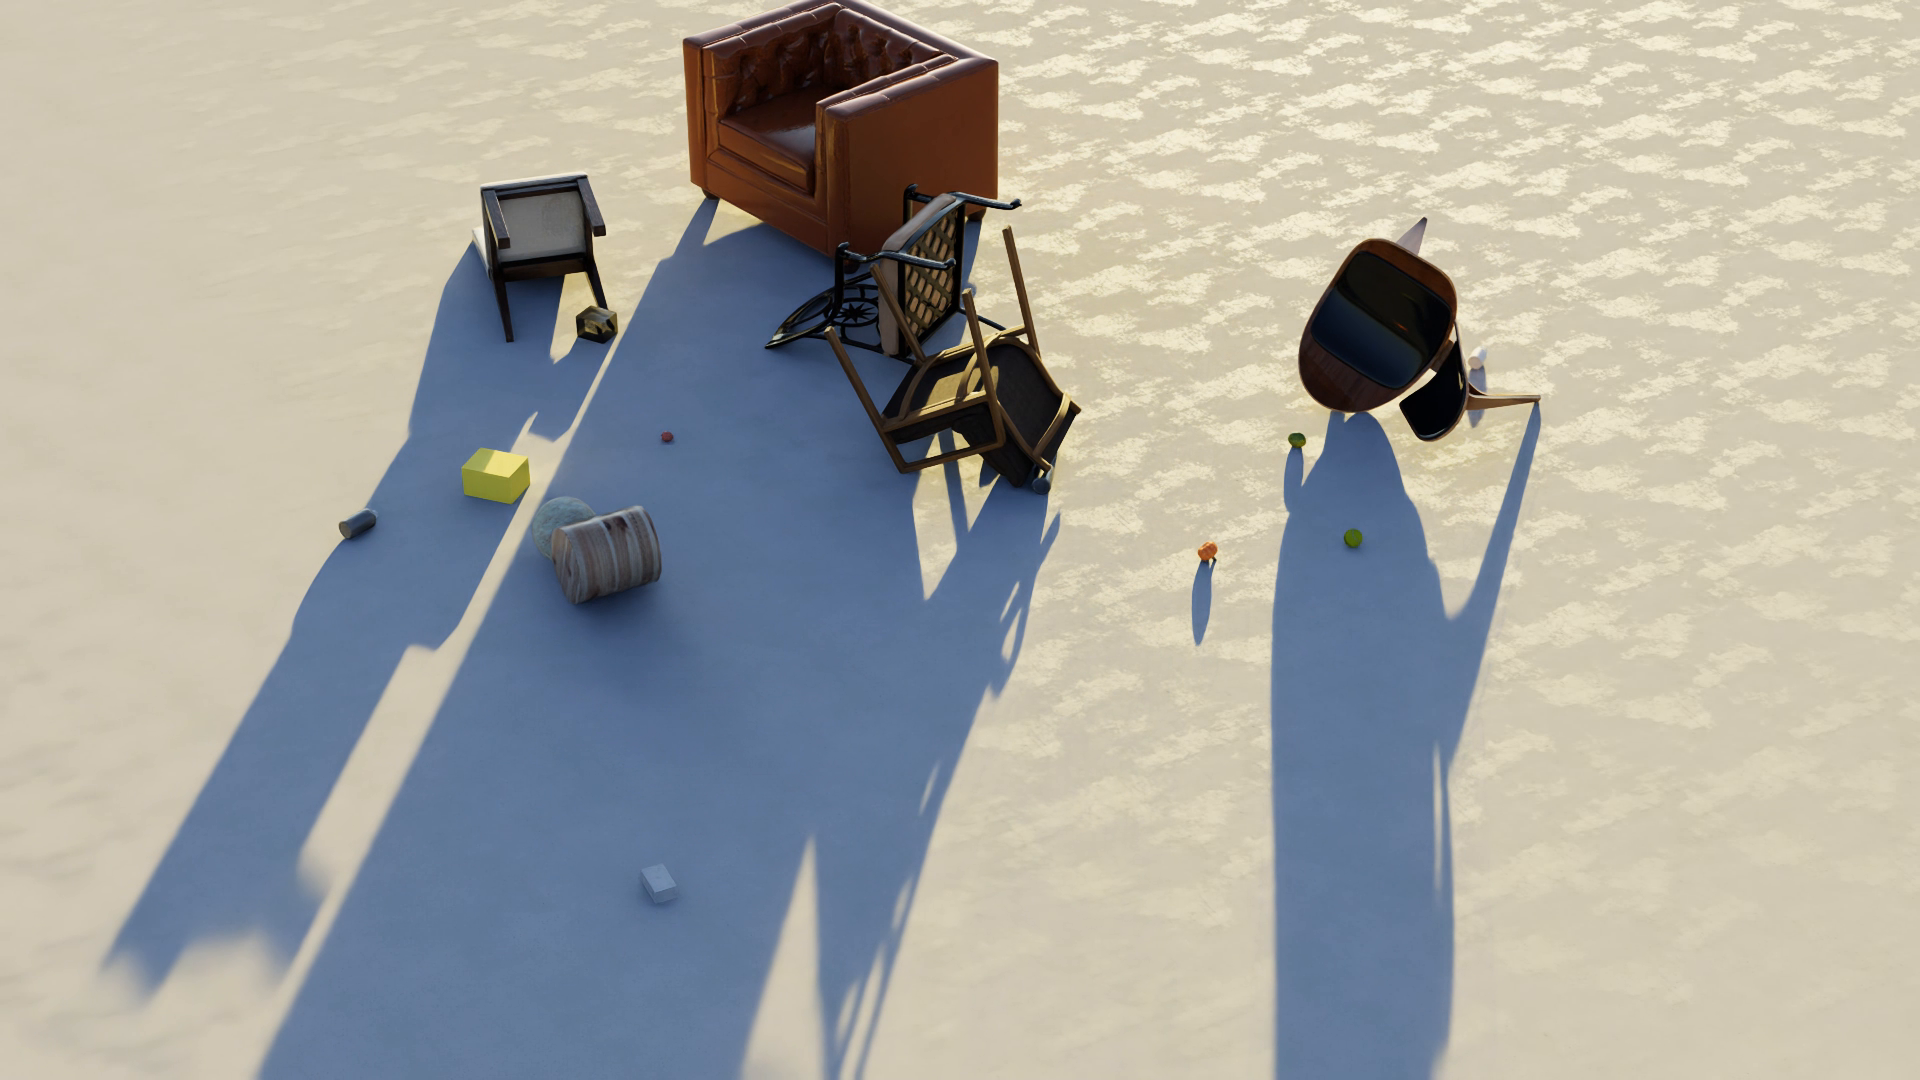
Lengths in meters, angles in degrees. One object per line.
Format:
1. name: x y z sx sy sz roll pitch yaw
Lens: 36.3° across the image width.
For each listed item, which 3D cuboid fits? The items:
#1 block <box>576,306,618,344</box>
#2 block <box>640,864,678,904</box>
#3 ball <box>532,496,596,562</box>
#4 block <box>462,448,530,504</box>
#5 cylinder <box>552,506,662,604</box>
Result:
1. block: -1.513 -0.898 12.218 0.131 0.098 0.110 17 37 23
2. block: -0.950 1.084 9.257 0.074 0.047 0.124 -15 36 -22
3. ball: -1.447 -0.035 10.772 0.249 0.249 0.249 0 33 0
4. block: -1.773 -0.246 11.207 0.202 0.121 0.157 11 35 17
5. cylinder: -1.277 0.054 10.582 0.312 0.314 0.273 -16 60 -23
